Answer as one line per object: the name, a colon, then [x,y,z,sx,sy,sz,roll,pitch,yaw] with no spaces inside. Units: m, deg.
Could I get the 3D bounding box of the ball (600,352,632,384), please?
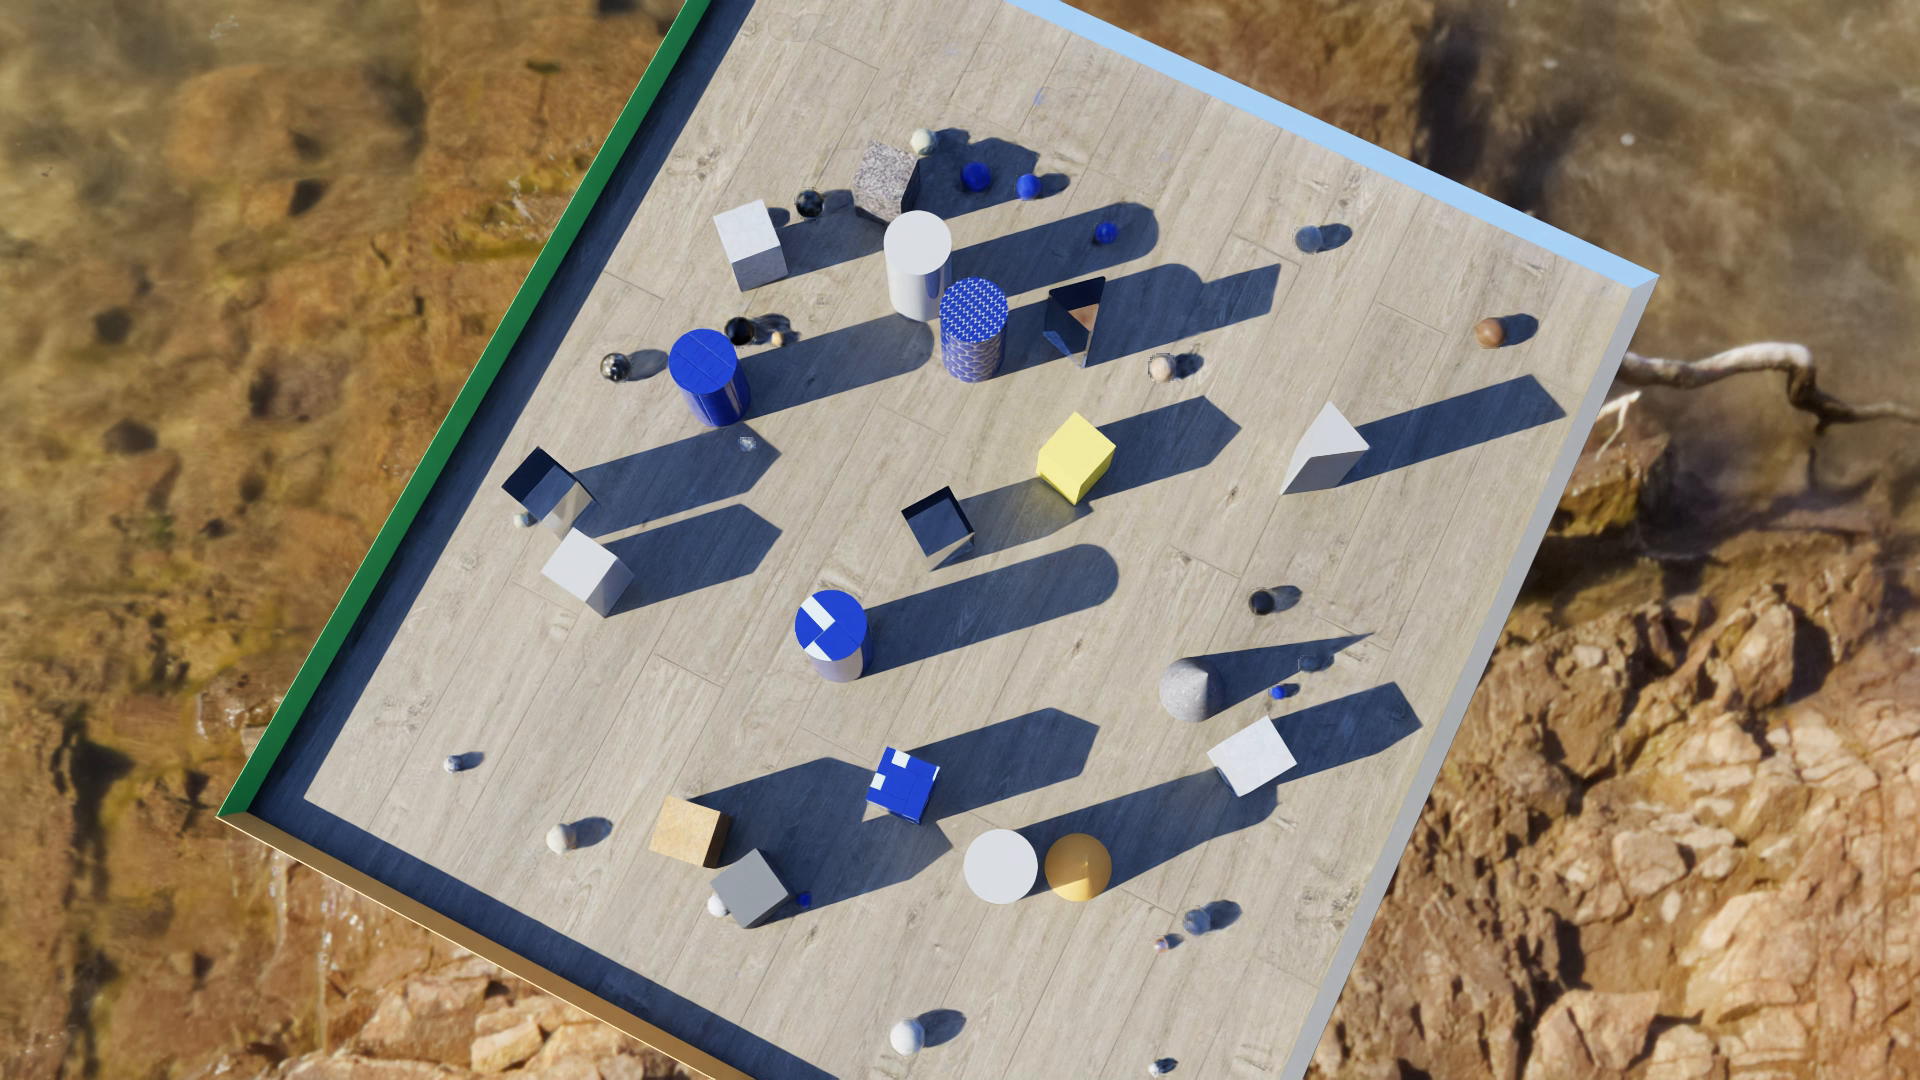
ball: [-1.066,-0.534,5.678,0.096,0.096,0.096,0,78,0]

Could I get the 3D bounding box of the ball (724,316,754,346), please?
ball: [-0.687,-0.649,5.703,0.094,0.094,0.094,0,78,0]

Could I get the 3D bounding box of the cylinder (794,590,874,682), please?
cylinder: [-0.358,0.285,5.310,0.199,0.485,0.199,0,78,0]

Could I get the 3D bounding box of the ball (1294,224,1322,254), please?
ball: [1.098,-0.947,5.768,0.088,0.088,0.088,0,78,0]

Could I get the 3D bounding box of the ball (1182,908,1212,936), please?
ball: [0.691,1.115,5.344,0.082,0.082,0.082,0,78,0]

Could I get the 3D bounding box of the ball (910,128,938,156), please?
ball: [-0.114,-1.267,5.835,0.086,0.086,0.086,0,78,0]

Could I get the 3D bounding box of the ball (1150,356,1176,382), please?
ball: [0.631,-0.533,5.686,0.081,0.081,0.081,0,78,0]

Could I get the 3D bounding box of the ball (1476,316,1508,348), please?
ball: [1.656,-0.646,5.701,0.098,0.098,0.098,0,78,0]

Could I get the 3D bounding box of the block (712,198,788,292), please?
block: [-0.645,-0.908,5.670,0.160,0.265,0.160,-21,79,-4]

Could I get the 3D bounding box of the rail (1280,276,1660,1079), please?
rail: [1.376,0.681,5.408,0.045,0.130,3.414,26,80,5]

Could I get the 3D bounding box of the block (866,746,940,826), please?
block: [-0.162,0.716,5.309,0.160,0.312,0.160,21,79,4]

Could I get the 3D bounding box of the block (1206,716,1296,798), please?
block: [0.847,0.635,5.340,0.160,0.285,0.160,-30,80,-6]

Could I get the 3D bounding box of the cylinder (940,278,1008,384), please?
cylinder: [0.041,-0.628,5.536,0.199,0.412,0.199,0,78,0]

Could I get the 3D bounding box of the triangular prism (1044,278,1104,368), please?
triangular prism: [0.374,-0.683,5.563,0.173,0.383,0.150,44,82,8]

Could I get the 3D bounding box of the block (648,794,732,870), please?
block: [-0.776,0.847,5.298,0.160,0.281,0.160,17,79,3]

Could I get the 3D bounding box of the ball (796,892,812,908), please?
ball: [-0.458,1.056,5.376,0.043,0.043,0.043,0,78,0]

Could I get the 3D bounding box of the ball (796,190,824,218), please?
ball: [-0.475,-1.061,5.789,0.092,0.092,0.092,0,78,0]

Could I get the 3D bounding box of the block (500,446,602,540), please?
block: [-1.212,-0.127,5.460,0.160,0.358,0.160,39,81,7]

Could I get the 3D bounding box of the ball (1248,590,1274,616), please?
ball: [0.911,0.191,5.537,0.079,0.079,0.079,0,78,0]

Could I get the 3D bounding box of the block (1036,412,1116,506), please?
block: [0.347,-0.243,5.528,0.160,0.272,0.160,41,81,8]

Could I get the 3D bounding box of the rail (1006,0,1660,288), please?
rail: [0.753,-1.467,5.853,3.125,0.130,0.045,26,80,5]

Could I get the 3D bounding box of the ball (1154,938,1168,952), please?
ball: [0.586,1.183,5.349,0.044,0.044,0.044,0,78,0]

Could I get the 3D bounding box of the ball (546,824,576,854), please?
ball: [-1.172,0.878,5.391,0.086,0.086,0.086,0,78,0]

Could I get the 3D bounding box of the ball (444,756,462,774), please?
ball: [-1.509,0.668,5.451,0.053,0.053,0.053,0,78,0]

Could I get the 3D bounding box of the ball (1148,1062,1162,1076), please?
ball: [0.563,1.525,5.280,0.041,0.041,0.041,0,78,0]

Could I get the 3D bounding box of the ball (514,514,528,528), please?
ball: [-1.343,-0.059,5.607,0.043,0.043,0.043,0,78,0]

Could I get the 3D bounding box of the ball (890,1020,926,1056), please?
ball: [-0.150,1.430,5.270,0.100,0.100,0.100,0,78,0]

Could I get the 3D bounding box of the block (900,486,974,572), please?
block: [-0.066,-0.031,5.500,0.160,0.241,0.160,-28,80,-6]

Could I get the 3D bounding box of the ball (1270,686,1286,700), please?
ball: [0.955,0.459,5.500,0.043,0.043,0.043,0,78,0]

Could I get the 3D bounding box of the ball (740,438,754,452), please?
ball: [-0.658,-0.292,5.655,0.043,0.043,0.043,0,78,0]

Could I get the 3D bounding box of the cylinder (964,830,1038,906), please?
cylinder: [0.110,0.929,5.179,0.199,0.481,0.199,0,78,0]

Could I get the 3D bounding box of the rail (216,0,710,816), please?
rail: [-1.376,-0.667,5.688,0.045,0.130,3.414,26,80,5]

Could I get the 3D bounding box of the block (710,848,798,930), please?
block: [-0.589,1.002,5.256,0.160,0.299,0.160,-36,81,-7]

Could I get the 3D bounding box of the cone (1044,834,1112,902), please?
cone: [0.350,0.926,5.219,0.199,0.404,0.199,0,78,0]

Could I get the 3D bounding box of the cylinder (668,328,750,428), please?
cylinder: [-0.750,-0.484,5.527,0.199,0.372,0.199,0,78,0]

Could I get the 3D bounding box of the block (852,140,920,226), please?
block: [-0.228,-1.102,5.717,0.160,0.250,0.160,20,79,4]

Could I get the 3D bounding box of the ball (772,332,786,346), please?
ball: [-0.567,-0.630,5.725,0.043,0.043,0.043,0,78,0]

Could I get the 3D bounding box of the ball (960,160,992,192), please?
ball: [0.050,-1.152,5.806,0.096,0.096,0.096,0,78,0]

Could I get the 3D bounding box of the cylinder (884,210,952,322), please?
cylinder: [-0.124,-0.826,5.569,0.199,0.428,0.199,0,78,0]

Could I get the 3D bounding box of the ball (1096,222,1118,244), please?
ball: [0.464,-0.970,5.782,0.070,0.070,0.070,0,78,0]

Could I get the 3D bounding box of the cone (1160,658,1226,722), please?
cone: [0.699,0.414,5.343,0.199,0.368,0.199,0,78,0]

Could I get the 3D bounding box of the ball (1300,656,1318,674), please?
ball: [1.050,0.377,5.512,0.051,0.051,0.051,0,78,0]

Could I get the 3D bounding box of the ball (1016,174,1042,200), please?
ball: [0.219,-1.121,5.808,0.080,0.080,0.080,0,78,0]

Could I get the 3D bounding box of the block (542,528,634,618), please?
block: [-1.102,0.100,5.446,0.160,0.293,0.160,33,80,6]

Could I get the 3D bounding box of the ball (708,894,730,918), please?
ball: [-0.701,1.067,5.358,0.071,0.071,0.071,0,78,0]

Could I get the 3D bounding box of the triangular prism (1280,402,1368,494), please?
triangular prism: [1.060,-0.273,5.430,0.173,0.476,0.150,-8,78,-2]

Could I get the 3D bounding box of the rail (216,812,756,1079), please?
rail: [-0.753,1.481,5.243,3.125,0.130,0.045,26,80,5]
